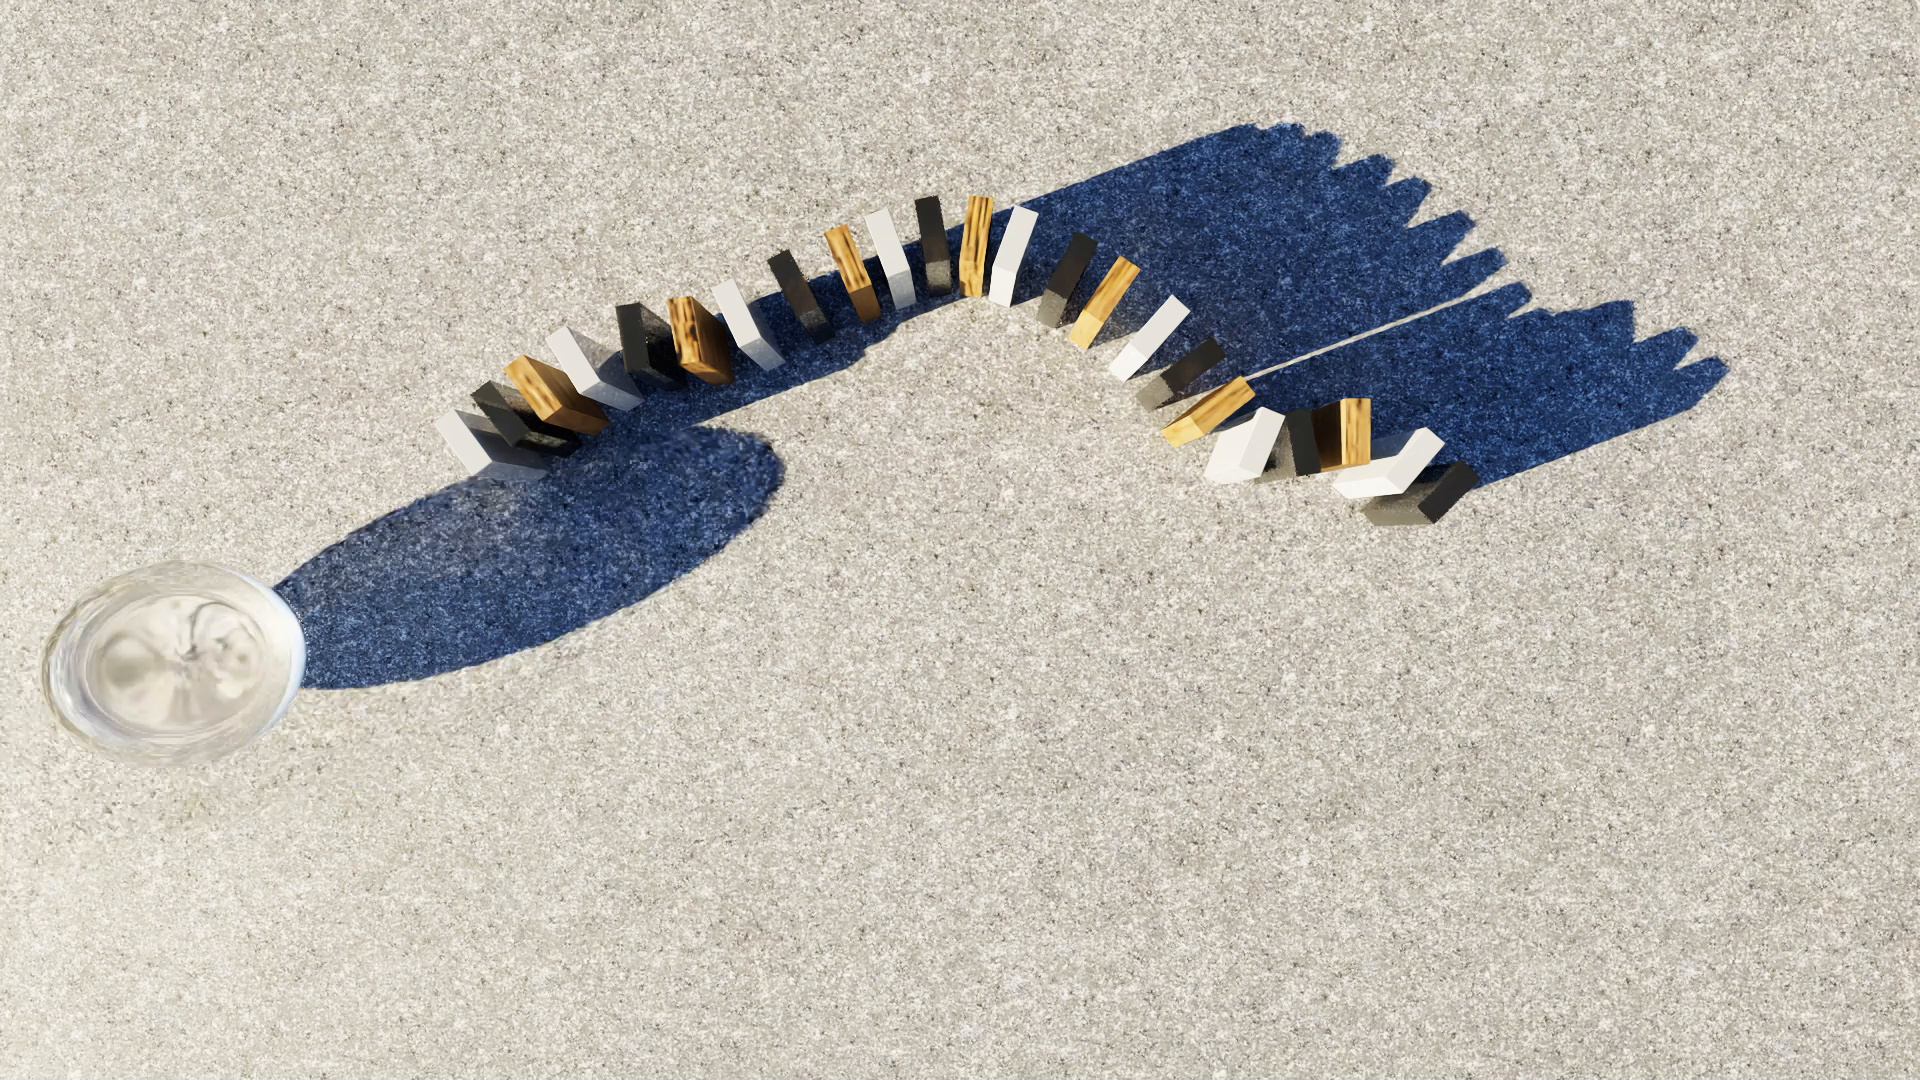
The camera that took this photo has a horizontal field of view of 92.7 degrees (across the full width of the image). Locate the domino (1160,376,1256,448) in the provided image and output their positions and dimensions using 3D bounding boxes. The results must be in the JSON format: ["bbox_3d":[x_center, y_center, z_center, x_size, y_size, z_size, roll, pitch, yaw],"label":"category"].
[{"bbox_3d":[0.100,-0.051,0.375,0.025,0.050,0.009,-38,90,0],"label":"domino"}]

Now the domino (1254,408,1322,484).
[{"bbox_3d":[0.131,-0.037,0.375,0.009,0.050,0.025,-10,90,0],"label":"domino"}]

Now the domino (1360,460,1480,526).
[{"bbox_3d":[0.187,-0.018,0.375,0.025,0.050,0.009,-44,90,0],"label":"domino"}]

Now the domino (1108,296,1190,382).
[{"bbox_3d":[0.076,-0.081,0.375,0.009,0.050,0.025,42,90,0],"label":"domino"}]

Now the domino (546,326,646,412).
[{"bbox_3d":[-0.148,-0.069,0.375,0.009,0.050,0.025,-32,90,0],"label":"domino"}]

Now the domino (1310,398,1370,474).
[{"bbox_3d":[0.152,-0.042,0.375,0.010,0.050,0.025,0,90,0],"label":"domino"}]

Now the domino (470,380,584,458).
[{"bbox_3d":[-0.176,-0.048,0.375,0.009,0.050,0.025,-39,90,0],"label":"domino"}]

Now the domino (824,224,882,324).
[{"bbox_3d":[-0.043,-0.108,0.375,0.010,0.050,0.025,-22,90,0],"label":"domino"}]

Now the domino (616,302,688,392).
[{"bbox_3d":[-0.125,-0.078,0.375,0.009,0.050,0.025,-9,90,0],"label":"domino"}]

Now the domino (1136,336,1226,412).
[{"bbox_3d":[0.089,-0.067,0.375,0.025,0.050,0.009,-36,90,0],"label":"domino"}]

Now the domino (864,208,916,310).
[{"bbox_3d":[-0.028,-0.114,0.375,0.010,0.050,0.025,-20,90,0],"label":"domino"}]

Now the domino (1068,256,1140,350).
[{"bbox_3d":[0.058,-0.096,0.375,0.009,0.050,0.025,35,90,0],"label":"domino"}]

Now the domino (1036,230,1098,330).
[{"bbox_3d":[0.043,-0.105,0.375,0.010,0.050,0.025,28,90,0],"label":"domino"}]

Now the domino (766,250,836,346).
[{"bbox_3d":[-0.064,-0.098,0.375,0.010,0.050,0.025,-28,90,0],"label":"domino"}]

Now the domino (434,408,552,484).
[{"bbox_3d":[-0.190,-0.037,0.375,0.010,0.050,0.025,-36,90,0],"label":"domino"}]

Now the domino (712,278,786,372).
[{"bbox_3d":[-0.085,-0.087,0.375,0.009,0.050,0.025,-25,90,0],"label":"domino"}]

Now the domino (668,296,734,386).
[{"bbox_3d":[-0.105,-0.080,0.375,0.009,0.050,0.025,-10,90,0],"label":"domino"}]

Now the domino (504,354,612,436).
[{"bbox_3d":[-0.163,-0.058,0.375,0.009,0.050,0.025,-37,90,0],"label":"domino"}]

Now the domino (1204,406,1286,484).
[{"bbox_3d":[0.115,-0.038,0.375,0.009,0.050,0.025,23,90,0],"label":"domino"}]

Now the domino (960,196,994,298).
[{"bbox_3d":[0.006,-0.119,0.375,0.009,0.050,0.025,9,90,0],"label":"domino"}]

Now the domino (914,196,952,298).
[{"bbox_3d":[-0.011,-0.119,0.375,0.009,0.050,0.025,-10,90,0],"label":"domino"}]

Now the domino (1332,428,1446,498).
[{"bbox_3d":[0.174,-0.031,0.375,0.010,0.050,0.025,41,90,0],"label":"domino"}]

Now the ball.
[{"bbox_3d":[-0.306,0.048,0.360,0.080,0.080,0.080,0,90,0],"label":"ball"}]

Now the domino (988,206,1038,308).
[{"bbox_3d":[0.021,-0.115,0.375,0.009,0.050,0.025,20,90,0],"label":"domino"}]
